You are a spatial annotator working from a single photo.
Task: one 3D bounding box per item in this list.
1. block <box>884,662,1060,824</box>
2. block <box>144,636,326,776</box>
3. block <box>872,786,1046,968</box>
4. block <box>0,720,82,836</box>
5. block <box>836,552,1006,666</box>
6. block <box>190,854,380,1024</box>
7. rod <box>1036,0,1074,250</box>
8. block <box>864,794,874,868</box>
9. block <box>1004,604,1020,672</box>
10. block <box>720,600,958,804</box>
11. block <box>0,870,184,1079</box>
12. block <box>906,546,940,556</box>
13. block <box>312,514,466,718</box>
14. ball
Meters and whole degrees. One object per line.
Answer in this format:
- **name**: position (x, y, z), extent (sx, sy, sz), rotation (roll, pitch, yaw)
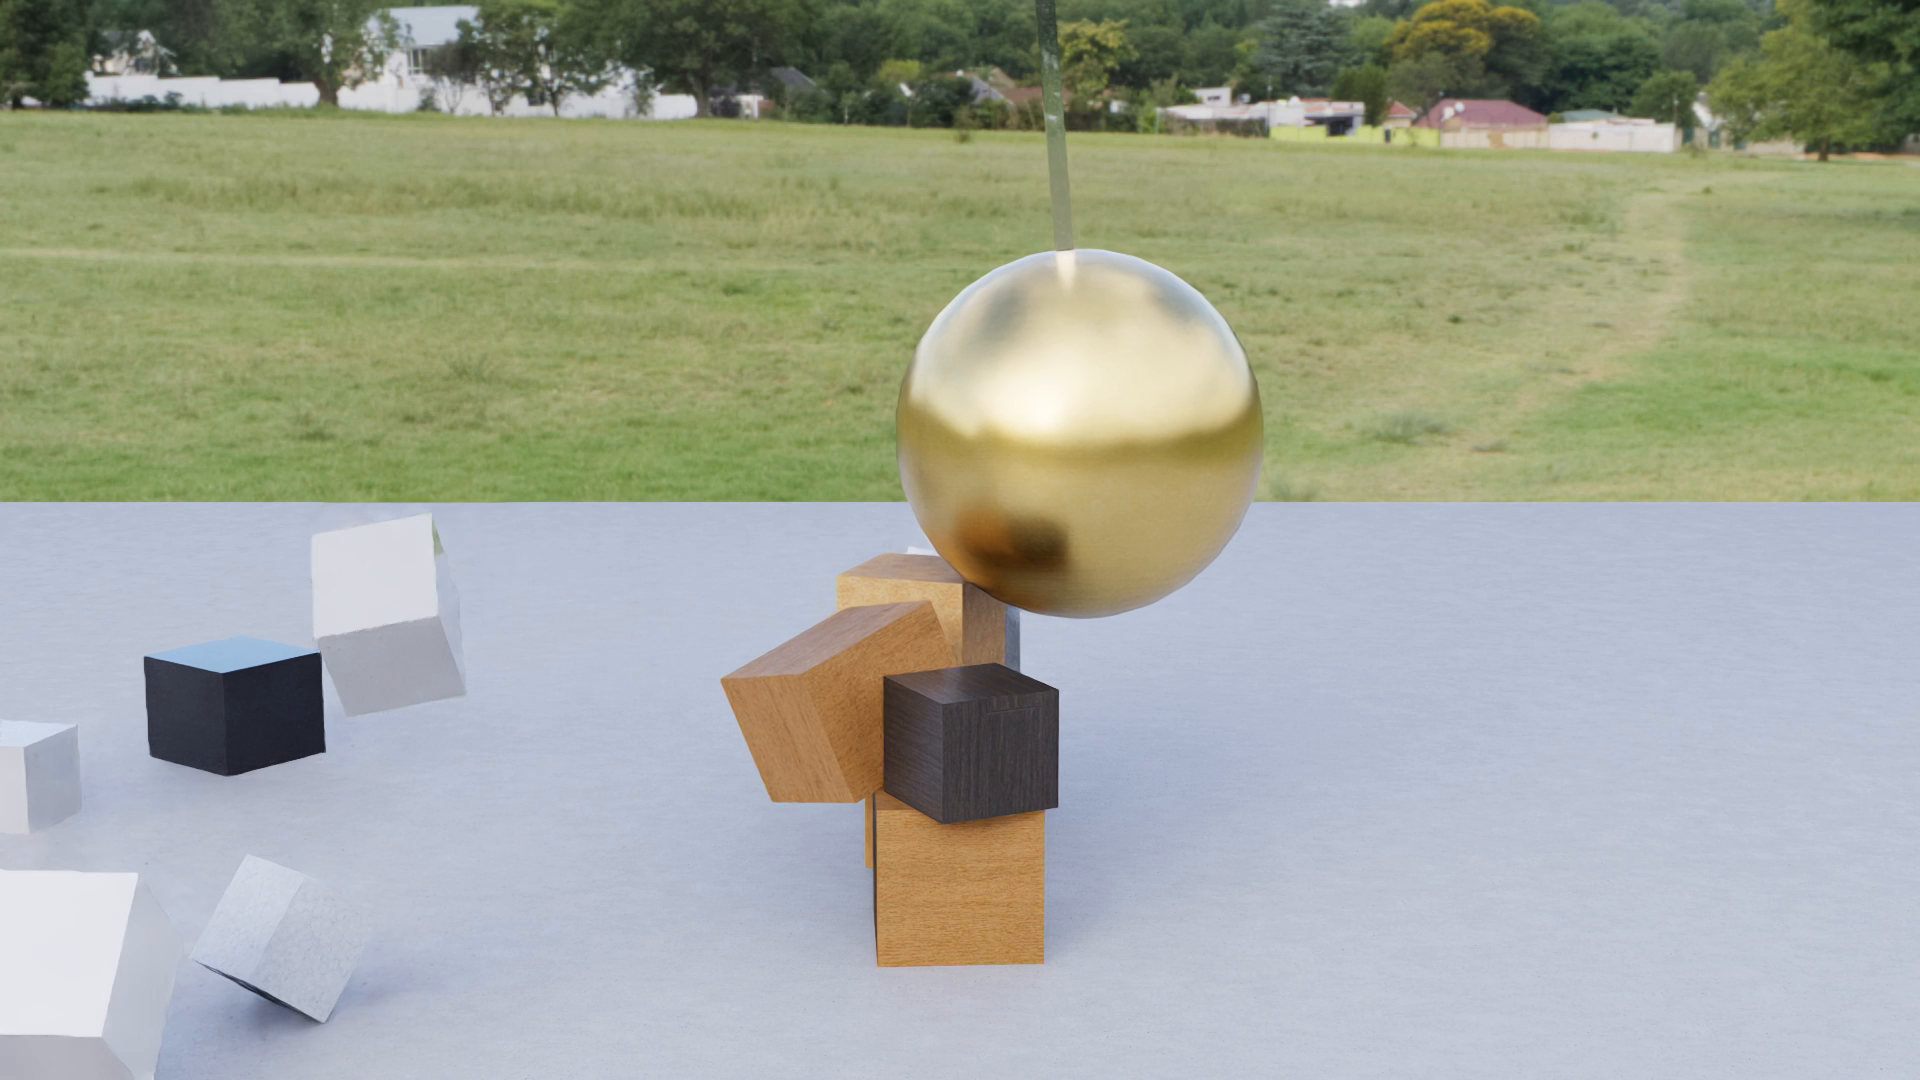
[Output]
- **block**: position (0.040, 0.801, 10.211), extent (0.513, 0.479, 0.527), rotation (-5, 12, -27)
- **block**: position (-3.774, 0.854, 13.362), extent (0.652, 0.538, 0.619), rotation (8, 13, 37)
- **block**: position (-0.016, 1.318, 10.513), extent (0.665, 0.646, 0.694), rotation (-1, 10, -3)
- **block**: position (-4.506, 1.123, 12.198), extent (0.447, 0.425, 0.429), rotation (3, 11, 15)
- **block**: position (-0.170, 0.409, 11.606), extent (0.590, 0.580, 0.591), rotation (4, 11, 19)
- **block**: position (-2.540, 1.498, 9.660), extent (0.399, 0.436, 0.400), rotation (8, -25, 42)
- **rod**: position (0.223, -3.790, 10.491), extent (0.080, 5.200, 0.080), rotation (-5, 10, 1)
- **block**: position (-0.048, 1.053, 11.728), extent (0.715, 0.731, 0.664), rotation (1, 10, 3)
- **block**: position (-0.015, 0.696, 12.993), extent (0.633, 0.627, 0.636), rotation (0, 50, 0)
- **block**: position (-0.456, 0.676, 10.700), extent (0.710, 0.577, 0.627), rotation (-29, 13, -34)
- **block**: position (-3.087, 1.506, 8.737), extent (0.627, 0.579, 0.543), rotation (1, -32, 2)
- **block**: position (-0.094, 0.344, 12.370), extent (0.416, 0.379, 0.415), rotation (11, 56, 7)
- **block**: position (-2.621, 0.345, 11.780), extent (0.550, 0.581, 0.624), rotation (-11, 49, -4)
- **ball**: position (0.515, -0.458, 11.097), extent (1.600, 1.600, 1.600), rotation (0, 10, 0)
